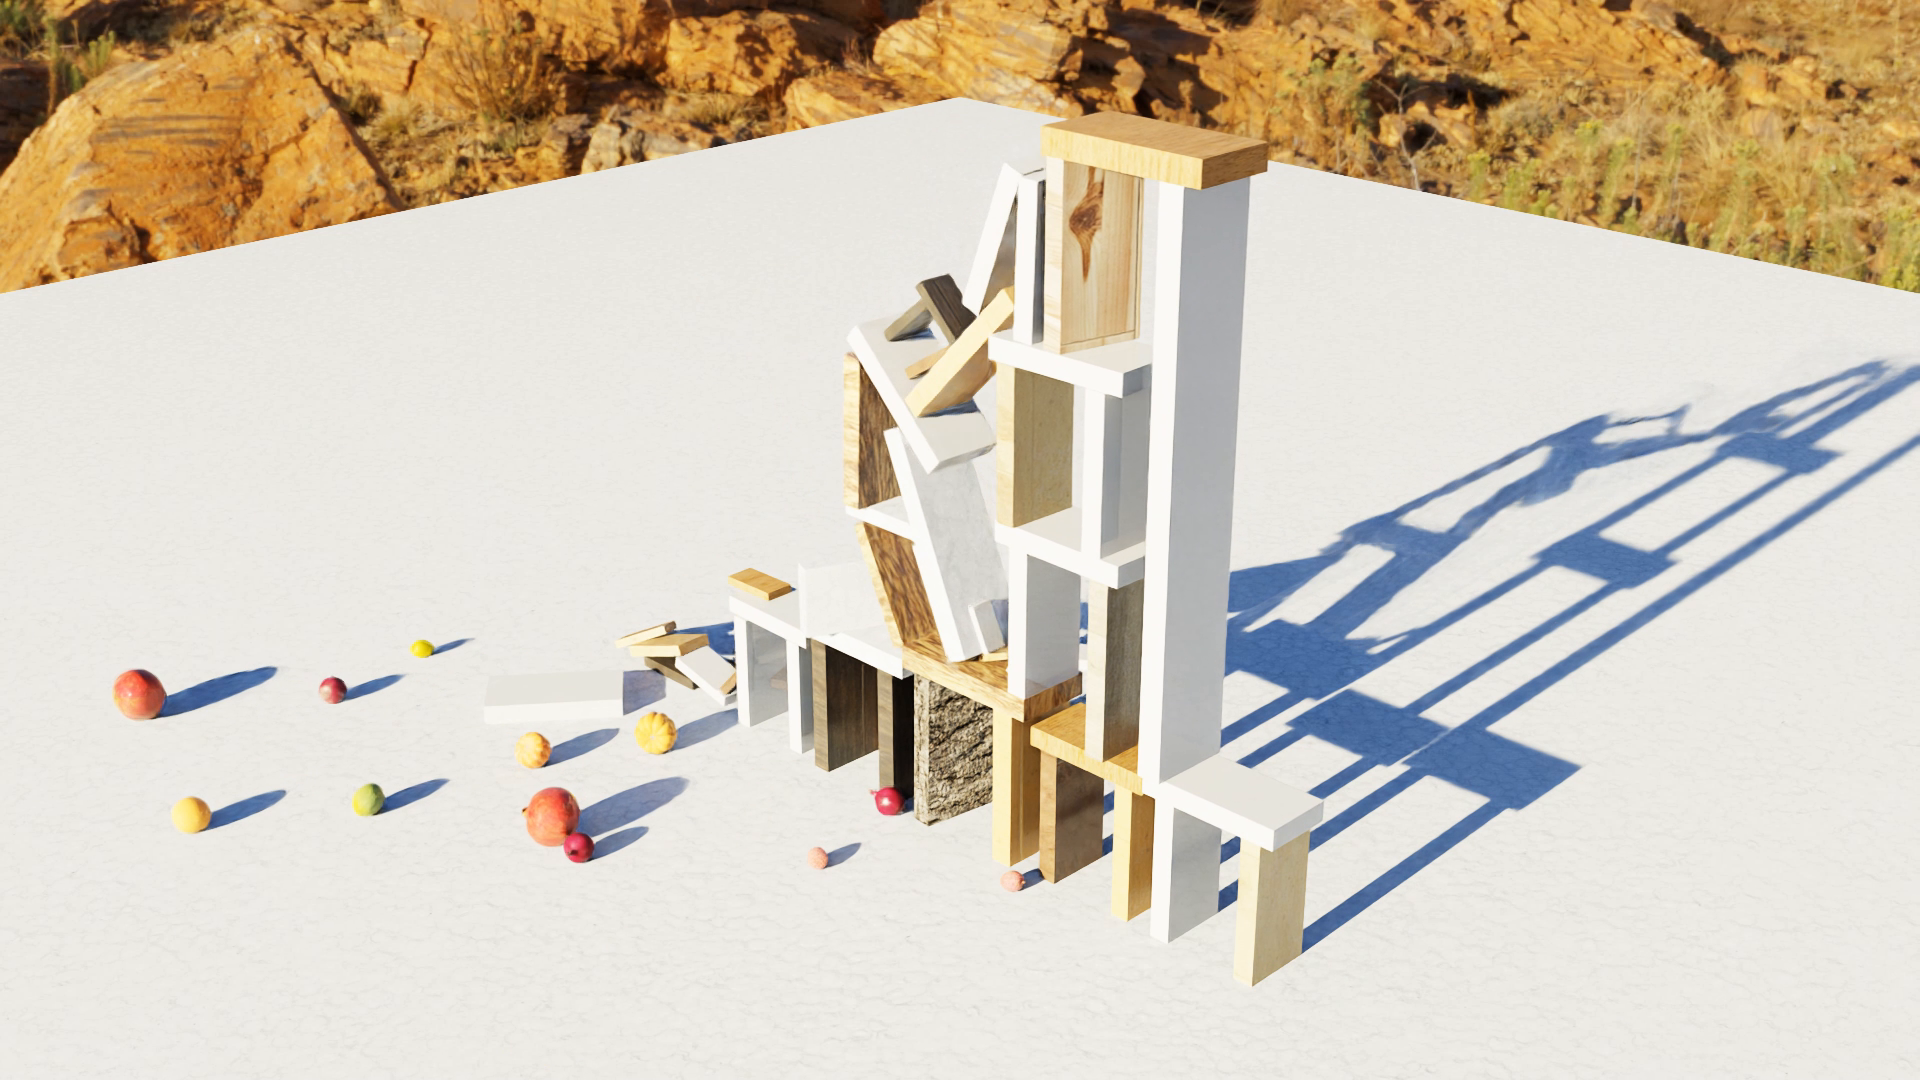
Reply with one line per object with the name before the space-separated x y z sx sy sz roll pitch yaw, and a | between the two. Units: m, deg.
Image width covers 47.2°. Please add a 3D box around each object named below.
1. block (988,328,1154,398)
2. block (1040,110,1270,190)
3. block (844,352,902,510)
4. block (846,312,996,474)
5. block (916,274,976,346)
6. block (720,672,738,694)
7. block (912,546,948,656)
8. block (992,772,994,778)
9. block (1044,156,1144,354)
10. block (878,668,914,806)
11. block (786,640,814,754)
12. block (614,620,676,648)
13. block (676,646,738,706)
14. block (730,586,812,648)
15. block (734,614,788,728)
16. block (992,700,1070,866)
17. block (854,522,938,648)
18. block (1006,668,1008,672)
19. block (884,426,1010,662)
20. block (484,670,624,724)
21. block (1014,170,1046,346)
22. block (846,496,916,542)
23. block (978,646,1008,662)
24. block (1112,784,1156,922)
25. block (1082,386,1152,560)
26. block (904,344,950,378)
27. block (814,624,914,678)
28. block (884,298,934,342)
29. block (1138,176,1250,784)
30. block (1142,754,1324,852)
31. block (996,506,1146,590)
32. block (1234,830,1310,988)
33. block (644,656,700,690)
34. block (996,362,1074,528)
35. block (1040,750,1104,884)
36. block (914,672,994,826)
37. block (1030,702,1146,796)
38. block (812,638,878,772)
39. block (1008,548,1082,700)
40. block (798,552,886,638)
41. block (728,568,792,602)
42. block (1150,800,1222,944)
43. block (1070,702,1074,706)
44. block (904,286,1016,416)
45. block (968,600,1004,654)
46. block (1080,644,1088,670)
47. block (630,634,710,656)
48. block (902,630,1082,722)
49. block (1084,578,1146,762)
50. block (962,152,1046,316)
block | 0.214 -0.322 3.847 0.305 0.043 0.153 20 30 39
block | 0.316 -0.642 3.606 0.343 0.049 0.171 21 31 40
block | -0.155 -0.229 4.317 0.157 0.314 0.044 -20 33 -39
block | -0.071 -0.287 4.197 0.157 0.044 0.314 -20 73 -39
block | -0.014 -0.421 4.073 0.074 0.021 0.148 -21 74 -39
block | -0.477 0.285 4.871 0.019 0.131 0.066 44 36 0
block | -0.009 0.102 4.284 0.112 0.223 0.032 -21 5 -40
block | 0.025 0.467 4.636 0.064 0.018 0.129 -10 25 -23
block | 0.231 -0.502 3.778 0.171 0.343 0.049 -14 27 -30
block | -0.097 0.379 4.486 0.042 0.299 0.149 21 31 41
block | -0.305 0.316 4.689 0.036 0.257 0.128 21 31 41
block | -0.734 0.221 5.137 0.131 0.019 0.066 -17 4 18
block | -0.552 0.306 4.958 0.089 0.025 0.177 -21 43 -40
block | -0.362 0.155 4.691 0.128 0.036 0.257 -20 30 -39
block | -0.426 0.268 4.800 0.036 0.257 0.128 21 31 40
block | 0.138 0.455 4.269 0.047 0.328 0.164 21 31 41
block | -0.120 0.076 4.396 0.112 0.257 0.032 -20 3 -38
block | 0.125 0.216 4.179 0.047 0.095 0.013 -21 61 -41
block | -0.011 -0.009 4.246 0.157 0.461 0.044 -20 6 -40
block | -0.899 0.347 4.888 0.298 0.042 0.149 -3 23 -6
block | 0.162 -0.499 3.834 0.041 0.292 0.146 22 31 38
block | -0.110 -0.052 4.344 0.112 0.032 0.223 -20 30 -39
block | 0.084 0.218 4.224 0.047 0.013 0.094 -21 8 -40
block | 0.346 0.558 4.091 0.039 0.277 0.139 21 31 41
block | 0.284 -0.133 3.847 0.153 0.305 0.043 -21 31 -40
block | -0.031 -0.343 4.128 0.074 0.021 0.149 -20 -1 -39
block | -0.167 0.194 4.484 0.149 0.042 0.299 -21 31 -40
block | -0.076 -0.423 4.150 0.074 0.021 0.148 -17 -11 -38
block | 0.396 -0.092 3.750 0.171 1.077 0.049 -21 31 -40
block | 0.482 0.454 3.894 0.291 0.041 0.145 21 31 40
block | 0.223 0.004 3.970 0.150 0.042 0.300 -21 31 -40
block | 0.553 0.633 3.898 0.041 0.291 0.145 21 31 41
block | -0.634 0.291 5.043 0.089 0.025 0.177 -21 31 -41
block | 0.136 -0.187 3.975 0.153 0.305 0.043 -20 30 -39
block | 0.215 0.507 4.212 0.039 0.277 0.139 21 31 41
block | -0.011 0.398 4.402 0.164 0.328 0.047 -17 29 -34
block | 0.280 0.387 4.090 0.277 0.039 0.139 21 31 41
block | -0.238 0.324 4.616 0.149 0.299 0.042 -21 31 -40
block | 0.159 0.133 4.103 0.150 0.300 0.042 -21 31 -40
block | -0.164 0.097 4.467 0.328 0.149 0.042 -9 24 -20
block | -0.435 0.096 4.762 0.131 0.019 0.066 20 30 40
block | 0.416 0.579 4.024 0.041 0.291 0.145 21 31 41
block | 0.233 0.396 4.796 0.083 0.023 0.166 -10 25 -22
block | 0.048 -0.355 4.030 0.146 0.369 0.041 -21 74 -41
block | 0.051 0.167 4.233 0.047 0.095 0.013 -23 8 -40
block | 0.254 0.267 5.101 0.166 0.023 0.083 5 24 12
block | -0.670 0.242 5.064 0.177 0.025 0.089 -3 14 43
block | 0.061 0.251 4.267 0.328 0.047 0.164 22 31 41
block | 0.297 0.214 3.988 0.042 0.358 0.150 21 31 41
block | 0.102 -0.546 3.893 0.041 0.292 0.146 39 42 25
